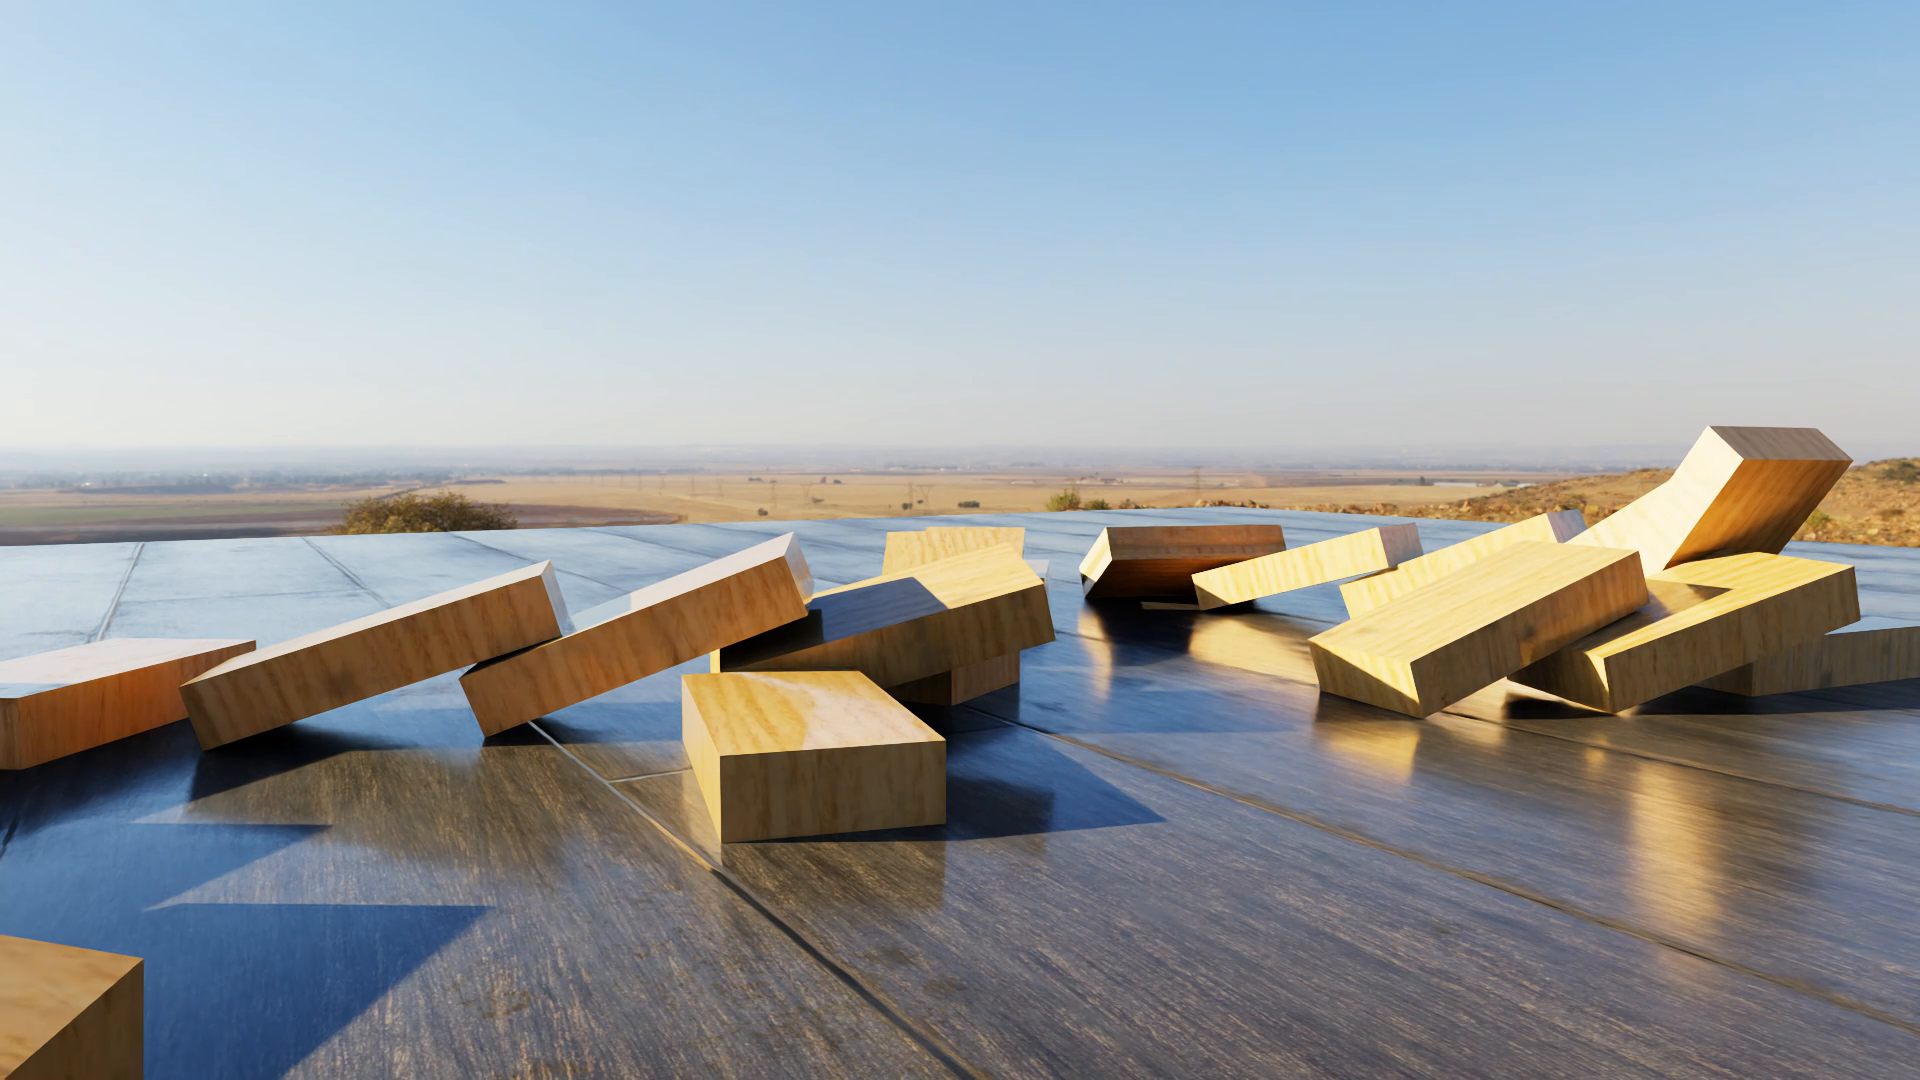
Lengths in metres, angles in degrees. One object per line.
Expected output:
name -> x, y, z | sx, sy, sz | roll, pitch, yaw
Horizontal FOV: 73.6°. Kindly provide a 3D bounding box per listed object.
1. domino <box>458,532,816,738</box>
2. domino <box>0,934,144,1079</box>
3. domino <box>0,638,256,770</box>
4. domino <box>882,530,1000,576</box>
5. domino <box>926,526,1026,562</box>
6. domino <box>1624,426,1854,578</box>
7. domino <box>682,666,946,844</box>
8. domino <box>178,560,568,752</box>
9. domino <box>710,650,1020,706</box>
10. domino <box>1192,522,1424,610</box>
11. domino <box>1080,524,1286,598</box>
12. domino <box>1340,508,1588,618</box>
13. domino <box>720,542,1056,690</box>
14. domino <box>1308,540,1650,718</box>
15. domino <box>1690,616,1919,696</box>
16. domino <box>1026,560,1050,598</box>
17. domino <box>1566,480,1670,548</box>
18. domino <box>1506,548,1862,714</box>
domino -> -0.048, 0.014, 0.198 | 0.050, 0.010, 0.025 | -21, 9, -1
domino -> -0.072, 0.027, 0.061 | 0.050, 0.009, 0.025 | 10, 15, 0
domino -> -0.133, 0.023, 0.193 | 0.025, 0.009, 0.050 | 0, 4, 4
domino -> -0.004, 0.011, 0.269 | 0.025, 0.009, 0.050 | -1, 20, 0
domino -> 0.002, 0.009, 0.304 | 0.025, 0.010, 0.050 | 0, 18, 5
domino -> 0.140, 0.002, 0.242 | 0.025, 0.050, 0.009 | -1, 42, -17
domino -> -0.021, 0.026, 0.164 | 0.025, 0.010, 0.050 | -1, 4, -17
domino -> -0.086, 0.016, 0.195 | 0.050, 0.009, 0.025 | -18, 9, -13
domino -> -0.017, 0.021, 0.231 | 0.050, 0.009, 0.025 | 2, 5, 29
domino -> 0.087, 0.007, 0.322 | 0.050, 0.009, 0.025 | -17, -8, 38
domino -> 0.061, 0.006, 0.352 | 0.050, 0.010, 0.025 | -1, -25, -13
domino -> 0.118, 0.006, 0.300 | 0.050, 0.009, 0.025 | -25, -13, 39
domino -> -0.013, 0.014, 0.204 | 0.050, 0.009, 0.025 | -15, 17, -7
domino -> 0.088, 0.014, 0.218 | 0.050, 0.009, 0.025 | -21, 12, -19
domino -> 0.152, 0.020, 0.237 | 0.050, 0.009, 0.025 | -2, 5, -23
domino -> 0.011, 0.012, 0.343 | 0.025, 0.009, 0.050 | 0, 4, 5
domino -> 0.136, 0.005, 0.271 | 0.025, 0.009, 0.050 | -3, -28, -36
domino -> 0.122, 0.014, 0.218 | 0.050, 0.010, 0.025 | -17, 11, -12
